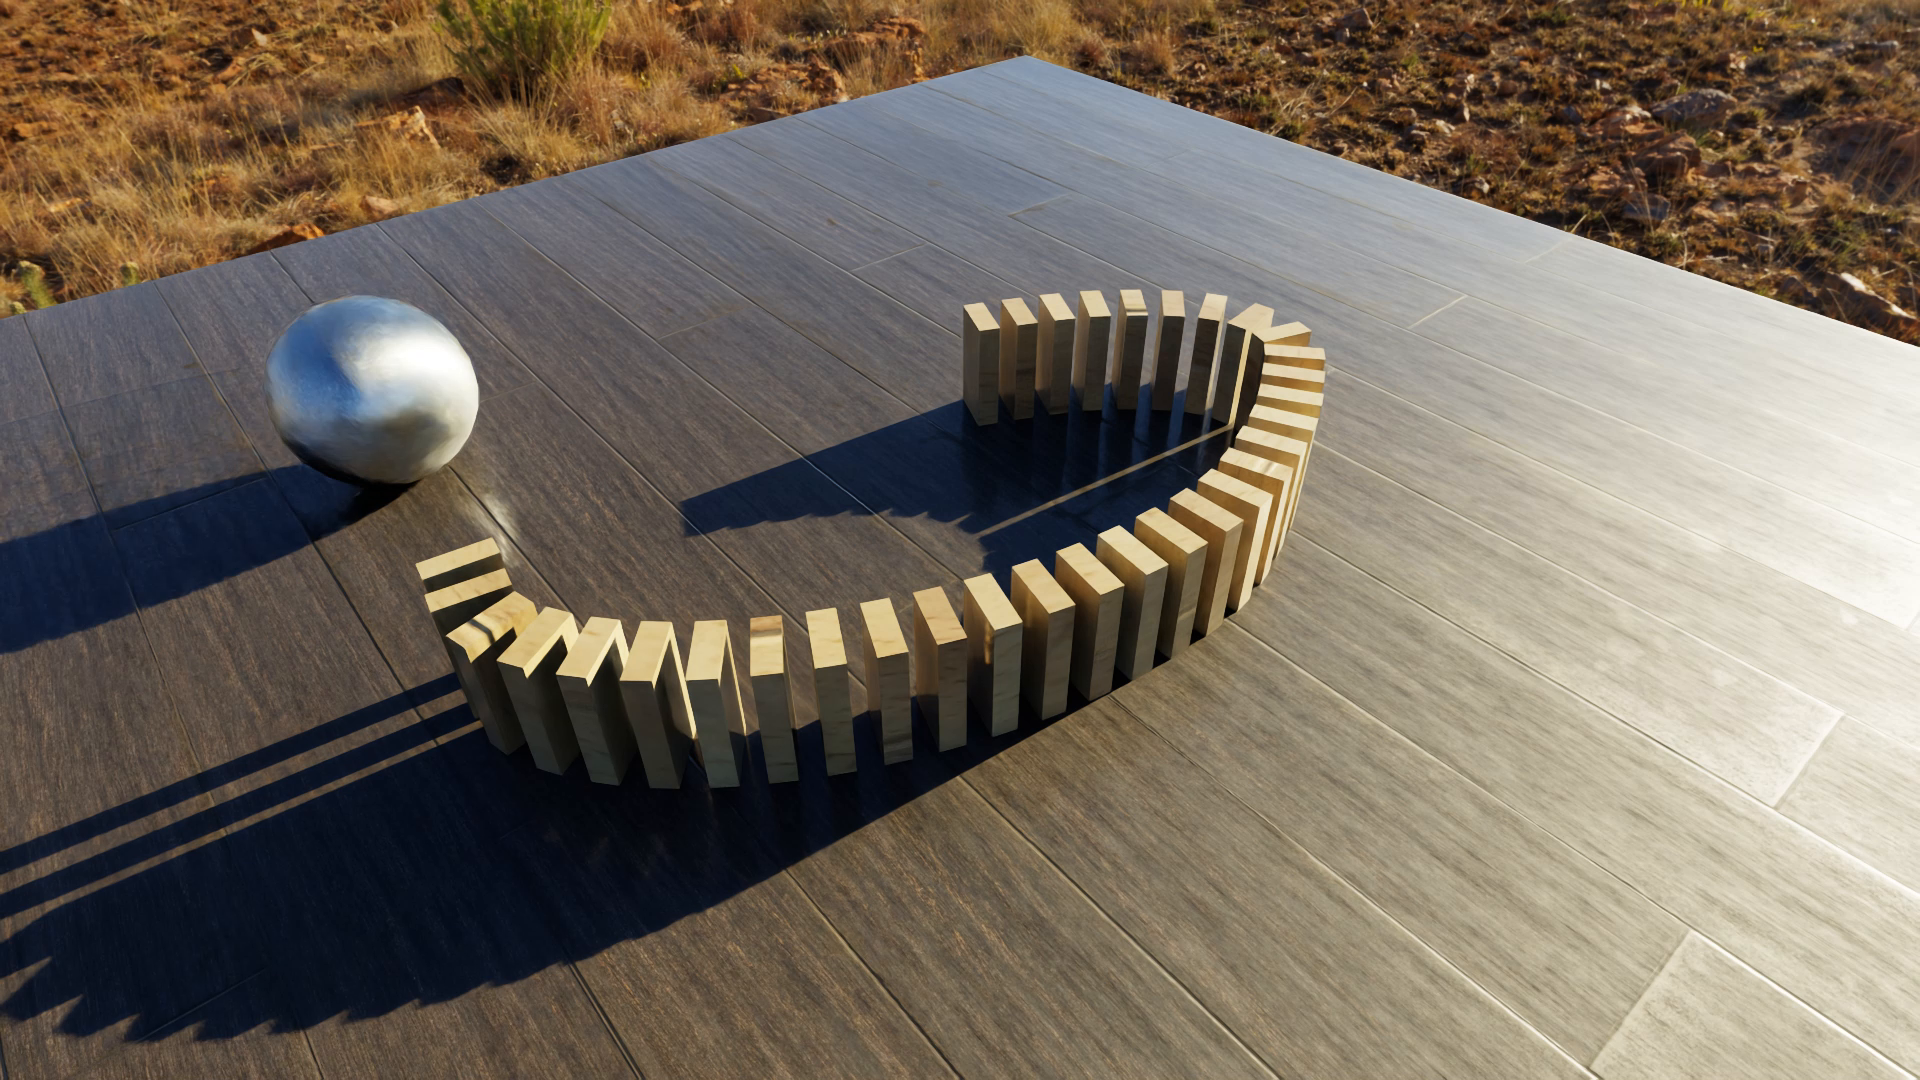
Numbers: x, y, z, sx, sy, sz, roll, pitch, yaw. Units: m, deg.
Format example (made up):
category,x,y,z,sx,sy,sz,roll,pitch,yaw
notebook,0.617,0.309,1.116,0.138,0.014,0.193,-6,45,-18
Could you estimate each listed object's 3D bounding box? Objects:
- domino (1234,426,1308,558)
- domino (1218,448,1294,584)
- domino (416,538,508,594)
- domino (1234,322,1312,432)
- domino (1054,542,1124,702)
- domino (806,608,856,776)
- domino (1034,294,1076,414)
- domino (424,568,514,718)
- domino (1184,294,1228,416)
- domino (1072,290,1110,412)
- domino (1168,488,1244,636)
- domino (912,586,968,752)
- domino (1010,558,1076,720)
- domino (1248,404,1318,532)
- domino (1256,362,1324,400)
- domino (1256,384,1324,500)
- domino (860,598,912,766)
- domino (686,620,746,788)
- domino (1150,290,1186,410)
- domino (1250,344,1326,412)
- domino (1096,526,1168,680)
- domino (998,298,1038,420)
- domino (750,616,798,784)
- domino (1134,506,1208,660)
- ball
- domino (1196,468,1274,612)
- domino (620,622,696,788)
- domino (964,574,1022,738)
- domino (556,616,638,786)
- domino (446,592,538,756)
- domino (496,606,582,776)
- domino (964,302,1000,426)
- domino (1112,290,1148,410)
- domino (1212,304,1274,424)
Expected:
category,x,y,z,sx,sy,sz,roll,pitch,yaw
domino,0.119,-0.019,0.434,0.025,0.050,0.009,19,43,22
domino,0.110,-0.009,0.422,0.025,0.050,0.010,22,44,24
domino,-0.166,0.025,0.381,0.025,0.050,0.009,-23,45,-25
domino,0.142,-0.072,0.500,0.025,0.050,0.009,-15,42,-18
domino,0.043,0.029,0.377,0.009,0.050,0.025,-20,43,-23
domino,-0.041,0.049,0.352,0.009,0.050,0.025,-8,40,-10
domino,0.044,-0.087,0.518,0.010,0.050,0.025,-8,40,-10
domino,-0.158,0.035,0.368,0.025,0.050,0.009,-21,44,-24
domino,0.116,-0.087,0.518,0.009,0.050,0.025,12,41,14
domino,0.062,-0.089,0.520,0.010,0.050,0.025,-4,39,-5
domino,0.086,0.009,0.401,0.010,0.050,0.025,-30,48,-31
domino,-0.006,0.043,0.359,0.009,0.050,0.025,-13,41,-15
domino,0.027,0.034,0.370,0.009,0.050,0.025,-17,42,-20
domino,0.127,-0.029,0.447,0.025,0.050,0.009,16,42,19
domino,0.139,-0.050,0.473,0.025,0.050,0.010,11,41,13
domino,0.133,-0.039,0.459,0.025,0.050,0.009,12,41,14
domino,-0.024,0.046,0.355,0.010,0.050,0.025,-11,40,-13
domino,-0.077,0.052,0.348,0.009,0.050,0.025,-3,39,-3
domino,0.098,-0.089,0.521,0.010,0.050,0.025,4,39,5
domino,0.143,-0.061,0.486,0.025,0.050,0.009,6,40,7
domino,0.058,0.022,0.384,0.009,0.050,0.025,-23,45,-26
domino,0.027,-0.084,0.515,0.009,0.050,0.025,-10,40,-12
domino,-0.059,0.051,0.349,0.009,0.050,0.025,-5,40,-6
domino,0.072,0.016,0.392,0.009,0.050,0.025,-26,46,-28
ball,-0.247,-0.062,0.464,0.080,0.080,0.080,0,39,0
domino,0.099,0.000,0.411,0.025,0.050,0.009,28,47,30
domino,-0.095,0.053,0.347,0.010,0.050,0.025,1,39,1
domino,0.010,0.039,0.364,0.009,0.050,0.025,-15,42,-17
domino,-0.112,0.052,0.349,0.009,0.050,0.025,6,40,7
domino,-0.146,0.044,0.358,0.010,0.050,0.025,25,45,27
domino,-0.130,0.049,0.352,0.009,0.050,0.025,12,41,14
domino,0.010,-0.081,0.511,0.010,0.050,0.025,-11,41,-13
domino,0.080,-0.090,0.521,0.009,0.050,0.025,0,39,-1
domino,0.131,-0.082,0.511,0.010,0.050,0.025,29,47,31
